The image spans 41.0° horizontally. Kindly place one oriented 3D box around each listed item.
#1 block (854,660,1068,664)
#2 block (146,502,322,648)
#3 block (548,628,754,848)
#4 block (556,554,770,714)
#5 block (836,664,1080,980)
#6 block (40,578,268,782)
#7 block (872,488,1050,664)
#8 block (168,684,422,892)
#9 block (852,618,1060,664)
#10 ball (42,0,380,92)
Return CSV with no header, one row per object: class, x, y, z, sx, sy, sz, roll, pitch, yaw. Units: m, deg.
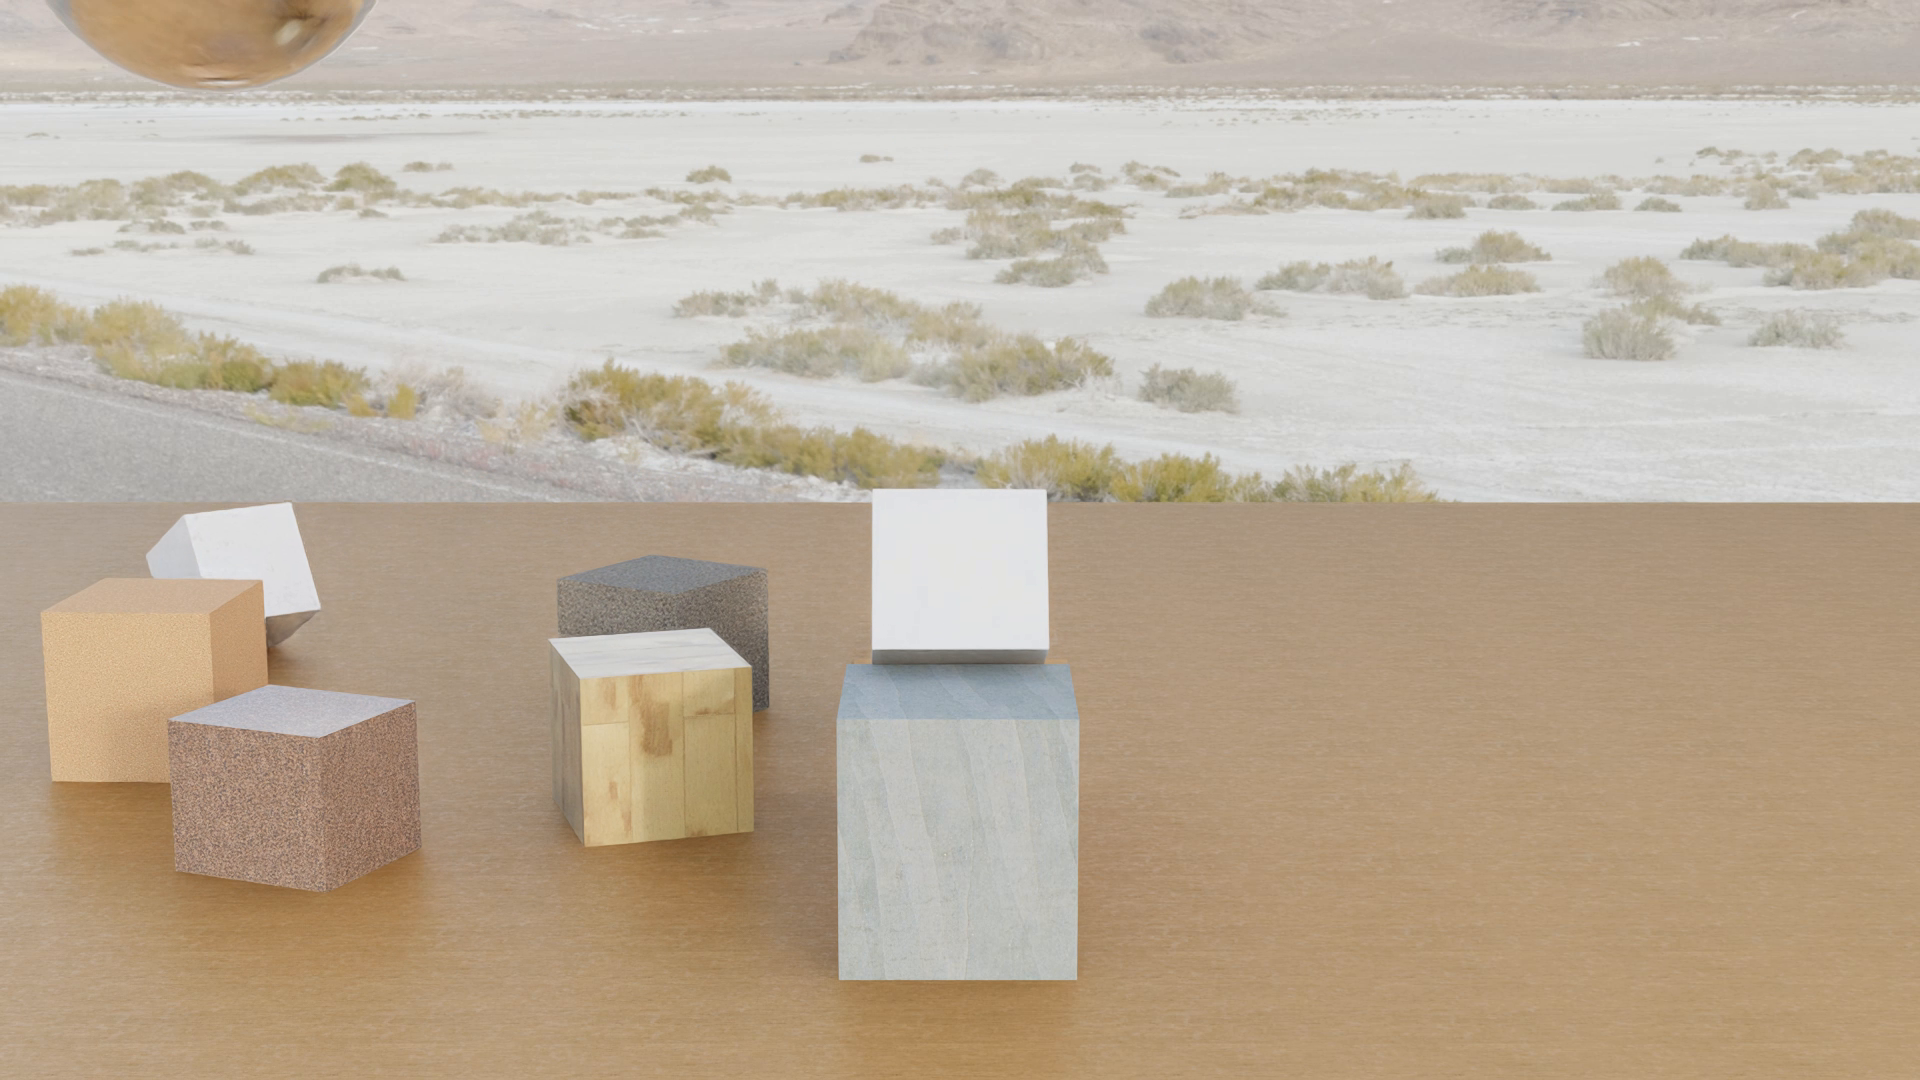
block,0.004,1.050,11.353,0.966,0.873,0.862,0,10,0
block,-4.408,0.254,15.558,0.681,0.696,0.669,-9,-16,-40
block,-1.485,0.925,12.261,0.801,0.794,0.882,-3,11,-18
block,-1.633,0.575,14.187,0.812,0.794,0.838,6,12,30
block,-0.008,1.124,10.438,0.935,1.053,0.944,0,10,0
block,-4.125,0.710,13.233,0.846,0.868,0.877,0,10,2
block,-0.013,0.207,10.962,0.725,0.681,0.718,0,-14,-2
block,-2.986,1.104,11.554,0.811,0.695,0.718,4,11,22
block,-0.017,0.893,12.274,0.959,0.852,0.980,0,10,0
ball,-3.135,-2.679,10.693,1.600,1.600,1.600,0,10,0
